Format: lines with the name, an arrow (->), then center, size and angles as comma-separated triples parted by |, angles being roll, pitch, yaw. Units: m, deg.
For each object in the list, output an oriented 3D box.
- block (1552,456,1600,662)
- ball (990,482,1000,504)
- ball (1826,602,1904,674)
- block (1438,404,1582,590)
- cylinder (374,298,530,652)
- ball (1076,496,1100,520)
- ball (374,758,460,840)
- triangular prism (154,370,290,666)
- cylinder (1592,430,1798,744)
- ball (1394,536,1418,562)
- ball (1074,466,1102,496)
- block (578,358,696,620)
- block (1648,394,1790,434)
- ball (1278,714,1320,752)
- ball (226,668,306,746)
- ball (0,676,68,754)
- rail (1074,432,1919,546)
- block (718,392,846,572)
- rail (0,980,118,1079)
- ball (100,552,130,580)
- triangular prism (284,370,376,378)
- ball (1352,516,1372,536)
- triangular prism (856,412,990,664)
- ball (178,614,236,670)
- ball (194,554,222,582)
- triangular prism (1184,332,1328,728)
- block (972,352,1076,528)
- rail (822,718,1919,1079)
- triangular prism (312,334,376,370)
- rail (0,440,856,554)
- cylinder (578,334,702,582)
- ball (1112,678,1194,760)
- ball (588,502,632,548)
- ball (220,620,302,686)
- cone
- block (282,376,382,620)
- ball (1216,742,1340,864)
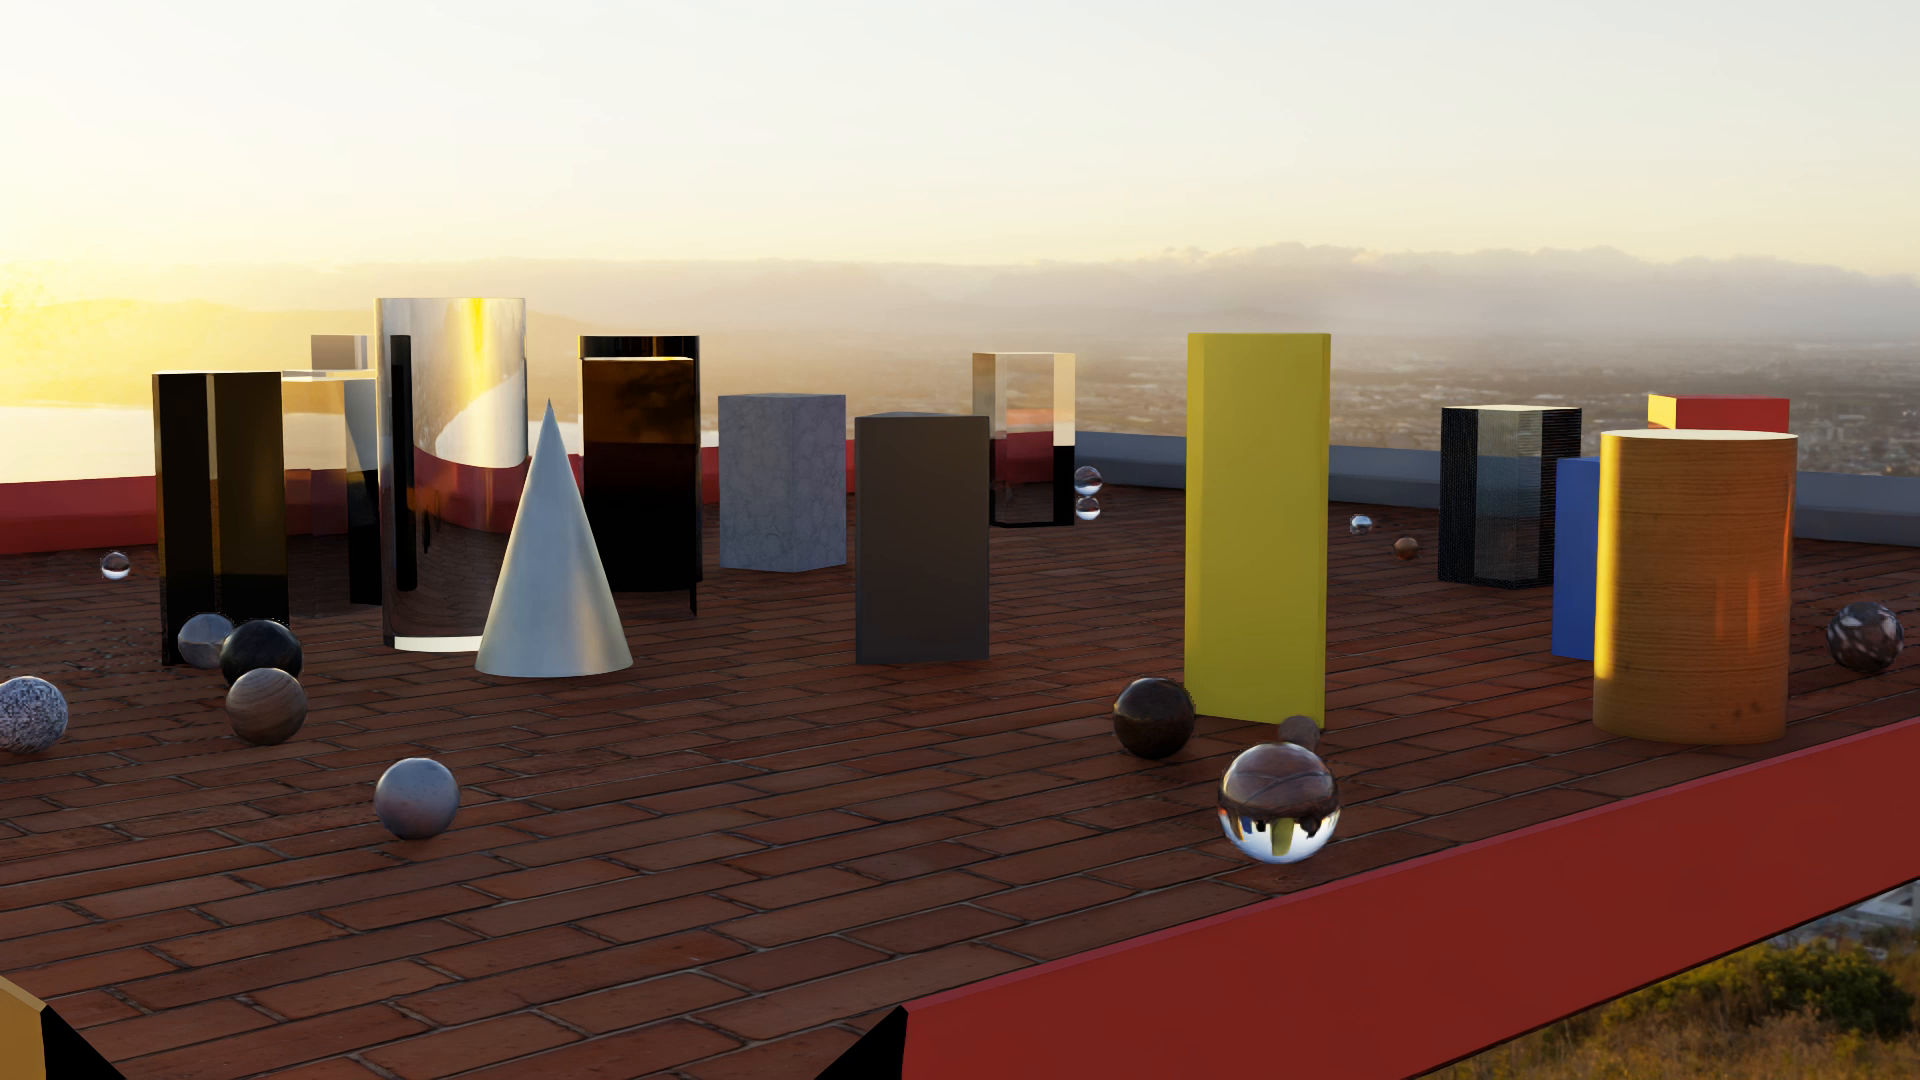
block -> 0.879, 0.024, 2.825 | 0.158, 0.254, 0.158 | -4, 7, -36
ball -> 0.068, -0.109, 5.084 | 0.051, 0.051, 0.051 | 0, 6, 0
ball -> 1.113, 0.120, 2.705 | 0.089, 0.089, 0.089 | 0, 6, 0
block -> 0.902, -0.074, 3.610 | 0.158, 0.286, 0.158 | -4, 7, -37
cylinder -> -0.679, -0.093, 2.954 | 0.198, 0.461, 0.198 | 0, 6, 0
ball -> 0.271, -0.066, 4.671 | 0.051, 0.051, 0.051 | 0, 6, 0
ball -> -0.457, 0.218, 1.853 | 0.070, 0.070, 0.070 | 0, 6, 0
triangular prism -> -0.991, -0.036, 2.859 | 0.148, 0.366, 0.171 | 6, 8, 45
cylinder -> 0.782, 0.044, 2.345 | 0.198, 0.314, 0.198 | 0, 6, 0
ball -> 0.795, 0.016, 3.916 | 0.044, 0.044, 0.044 | 0, 6, 0
ball -> 0.306, -0.143, 5.305 | 0.072, 0.072, 0.072 | 0, 6, 0
block -> -0.477, -0.079, 3.238 | 0.158, 0.374, 0.158 | -1, 6, -12
block -> 1.105, -0.050, 3.224 | 0.158, 0.319, 0.158 | 0, 6, 4
ball -> 0.338, 0.196, 2.197 | 0.043, 0.043, 0.043 | 0, 6, 0
ball -> -0.712, 0.171, 2.259 | 0.080, 0.080, 0.080 | 0, 6, 0
ball -> -0.939, 0.177, 2.212 | 0.078, 0.078, 0.078 | 0, 6, 0
rail -> 1.374, -0.098, 4.593 | 0.045, 0.129, 3.405 | -5, 8, -42
block -> -0.309, -0.104, 3.841 | 0.158, 0.298, 0.158 | 4, 7, 32
rail -> -1.374, 0.165, 2.071 | 0.045, 0.129, 3.405 | -5, 8, -42
ball -> -1.400, 0.044, 3.645 | 0.045, 0.045, 0.045 | 0, 6, 0
triangular prism -> -1.025, -0.113, 3.699 | 0.148, 0.345, 0.171 | -5, 8, -42
ball -> 0.797, -0.029, 4.363 | 0.041, 0.041, 0.041 | 0, 6, 0
triangular prism -> -0.064, -0.007, 2.851 | 0.171, 0.312, 0.148 | -1, 6, -14
ball -> -0.933, 0.126, 2.728 | 0.071, 0.071, 0.071 | 0, 6, 0
ball -> -1.236, 0.047, 3.613 | 0.046, 0.046, 0.046 | 0, 6, 0
triangular prism -> 0.362, -0.018, 2.436 | 0.171, 0.420, 0.148 | 5, 7, 37
block -> 0.132, -0.212, 4.594 | 0.158, 0.357, 0.158 | -3, 7, -26
rail -> 1.138, 0.161, 2.105 | 3.786, 0.129, 0.045 | -5, 8, -42
triangular prism -> -1.058, -0.171, 3.989 | 0.171, 0.401, 0.148 | 6, 8, 43
rail -> -1.138, -0.095, 4.559 | 3.786, 0.129, 0.045 | -5, 8, -42
cylinder -> -0.525, -0.134, 3.621 | 0.198, 0.404, 0.198 | 0, 6, 0
ball -> 0.193, 0.177, 2.189 | 0.082, 0.082, 0.082 | 0, 6, 0
ball -> -0.657, -0.027, 4.121 | 0.088, 0.088, 0.088 | 0, 6, 0
ball -> -0.804, 0.137, 2.531 | 0.091, 0.091, 0.091 | 0, 6, 0
cone -> -0.512, -0.011, 2.759 | 0.198, 0.337, 0.198 | 0, 6, 0
block -> -0.965, -0.067, 3.271 | 0.158, 0.344, 0.158 | 3, 7, 28
ball -> 0.257, 0.212, 1.773 | 0.099, 0.099, 0.099 | 0, 6, 0
